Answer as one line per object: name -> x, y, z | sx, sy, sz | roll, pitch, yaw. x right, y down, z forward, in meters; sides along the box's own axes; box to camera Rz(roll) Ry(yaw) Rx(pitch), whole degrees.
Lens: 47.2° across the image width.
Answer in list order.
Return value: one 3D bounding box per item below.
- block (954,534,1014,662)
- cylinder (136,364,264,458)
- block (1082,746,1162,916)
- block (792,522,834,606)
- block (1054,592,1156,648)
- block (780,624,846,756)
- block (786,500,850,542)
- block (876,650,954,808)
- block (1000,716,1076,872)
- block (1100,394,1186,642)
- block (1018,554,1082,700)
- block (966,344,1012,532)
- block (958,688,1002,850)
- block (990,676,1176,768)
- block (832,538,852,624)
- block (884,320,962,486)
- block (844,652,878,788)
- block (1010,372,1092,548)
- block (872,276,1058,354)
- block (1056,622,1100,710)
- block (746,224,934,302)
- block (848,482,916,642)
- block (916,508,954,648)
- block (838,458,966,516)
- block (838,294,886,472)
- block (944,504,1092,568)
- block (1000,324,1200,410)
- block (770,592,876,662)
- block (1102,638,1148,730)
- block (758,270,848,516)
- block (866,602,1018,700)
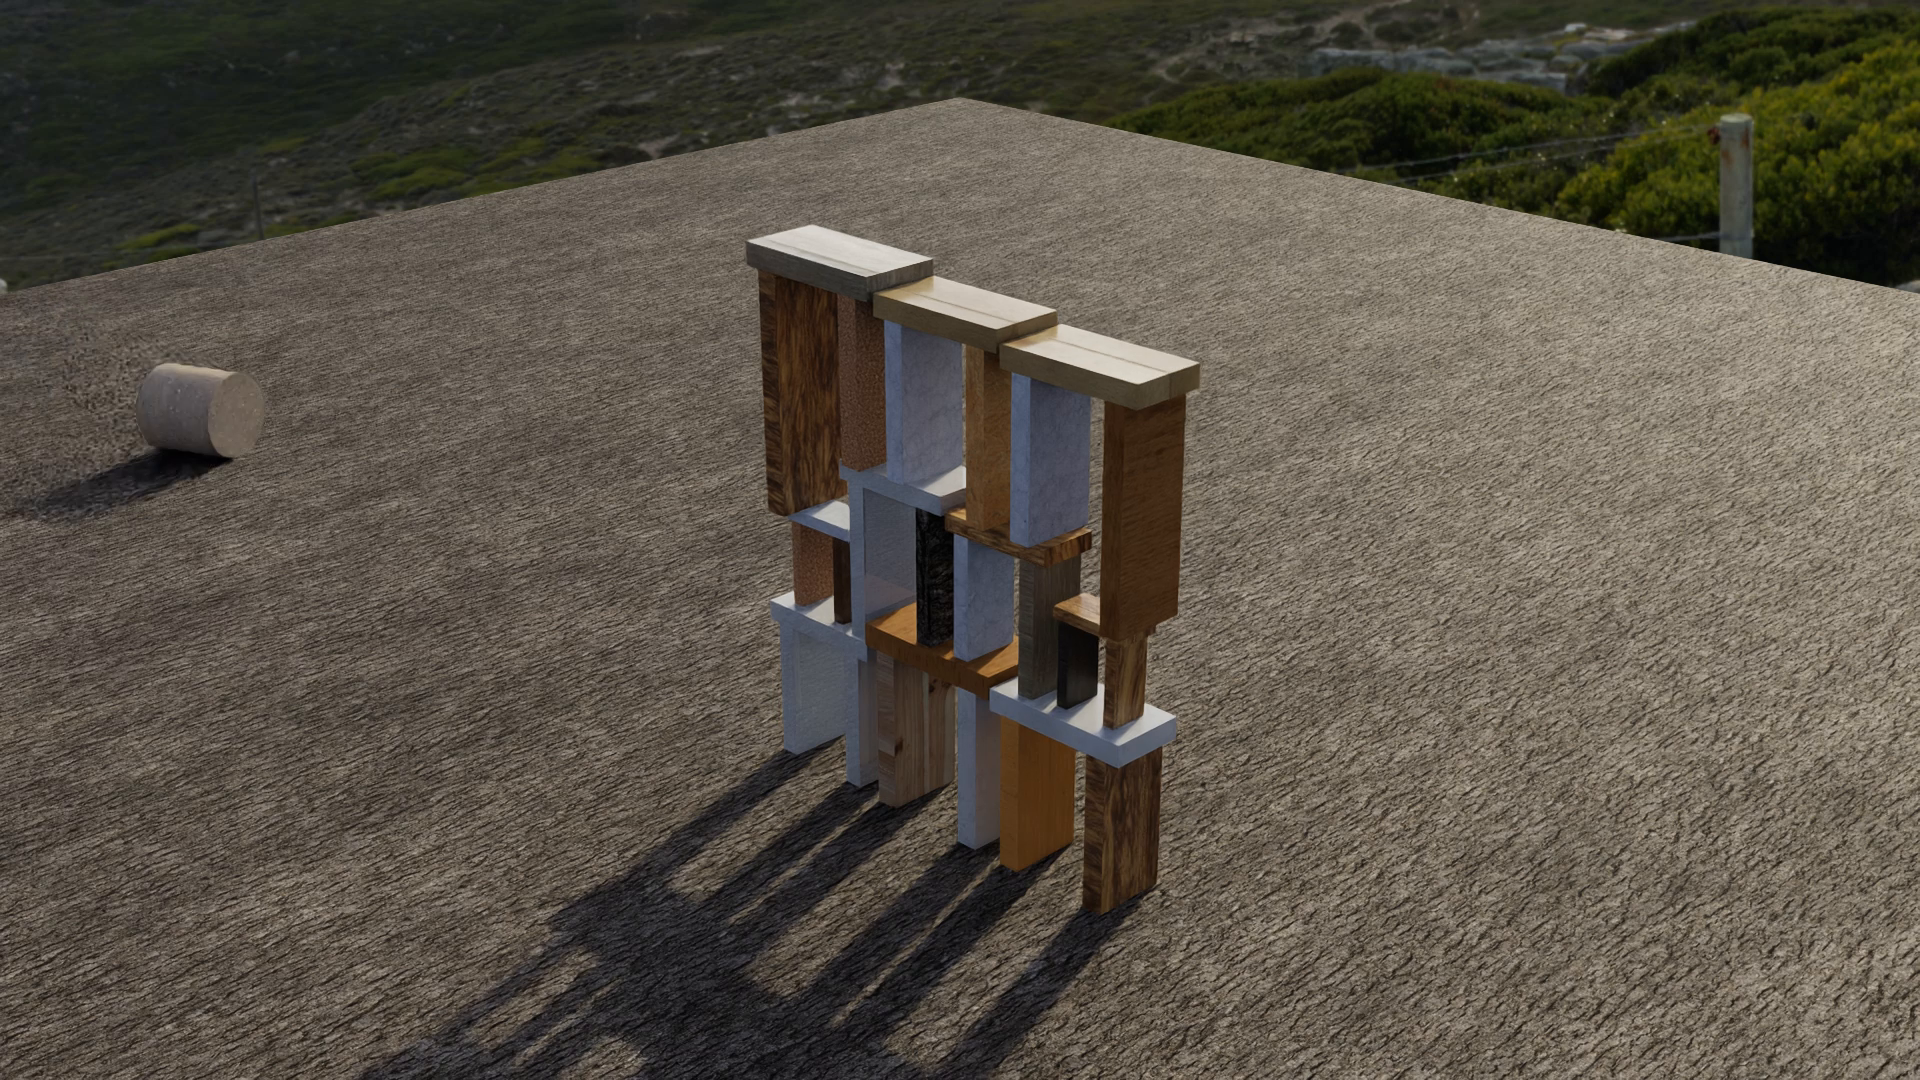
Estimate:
block -> 0.046, 0.093, 4.213 | 0.128, 0.256, 0.036 | -21, 31, -41
cylinder -> -2.182, -0.373, 6.324 | 0.247, 0.247, 0.247 | 9, 24, 19
block -> 0.304, 0.524, 4.112 | 0.046, 0.324, 0.162 | 21, 31, 41
block -> -0.303, 0.036, 4.565 | 0.026, 0.186, 0.093 | 21, 31, 41
block -> 0.262, 0.144, 3.999 | 0.172, 0.024, 0.086 | 22, 31, 40
block -> -0.309, 0.294, 4.686 | 0.042, 0.298, 0.149 | 21, 31, 41
block -> -0.258, -0.045, 4.483 | 0.186, 0.026, 0.093 | 20, 30, 40
block -> -0.088, 0.359, 4.476 | 0.048, 0.342, 0.171 | 21, 31, 41
block -> 0.151, 0.464, 4.252 | 0.046, 0.324, 0.162 | 21, 31, 41
block -> 0.320, -0.051, 3.861 | 0.162, 0.441, 0.046 | -22, 31, -40
block -> 0.167, 0.150, 4.106 | 0.036, 0.277, 0.128 | 21, 31, 41
block -> 0.083, -0.205, 4.048 | 0.159, 0.349, 0.045 | -21, 31, -41
block -> 0.073, 0.422, 4.328 | 0.048, 0.342, 0.171 | 21, 31, 41
block -> 0.227, 0.324, 4.110 | 0.324, 0.046, 0.162 | 21, 31, 41
block -> -0.215, 0.071, 4.484 | 0.026, 0.186, 0.093 | 21, 31, 40
block -> -0.068, -0.278, 4.180 | 0.045, 0.319, 0.159 | 21, 31, 41
block -> -0.169, 0.349, 4.556 | 0.042, 0.298, 0.149 | 21, 31, 41
block -> 0.165, -0.163, 3.981 | 0.162, 0.324, 0.046 | -21, 31, -40
block -> 0.007, -0.416, 4.040 | 0.319, 0.045, 0.159 | 21, 31, 40
block -> 0.219, 0.220, 4.075 | 0.086, 0.172, 0.024 | -21, 31, -41
block -> -0.235, -0.537, 4.246 | 0.173, 0.049, 0.347 | -22, 31, -40
block -> -0.154, 0.025, 4.404 | 0.040, 0.334, 0.142 | 21, 31, 41
block -> -0.020, 0.054, 4.271 | 0.142, 0.283, 0.040 | -21, 31, -41
block -> -0.087, -0.121, 4.269 | 0.283, 0.040, 0.142 | 21, 31, 41
block -> -0.152, -0.322, 4.248 | 0.049, 0.346, 0.173 | 21, 31, 41
block -> 0.107, -0.018, 4.100 | 0.128, 0.036, 0.256 | -21, 31, -41
block -> 0.241, -0.304, 3.837 | 0.162, 0.046, 0.324 | -21, 30, -40
block -> -0.239, 0.165, 4.554 | 0.298, 0.042, 0.149 | 21, 31, 41
block -> 0.301, 0.251, 4.000 | 0.086, 0.172, 0.024 | -20, 31, -41
block -> -0.314, -0.312, 4.429 | 0.049, 0.508, 0.173 | 21, 30, 41
block -> -0.007, 0.211, 4.326 | 0.342, 0.048, 0.171 | 21, 31, 41
